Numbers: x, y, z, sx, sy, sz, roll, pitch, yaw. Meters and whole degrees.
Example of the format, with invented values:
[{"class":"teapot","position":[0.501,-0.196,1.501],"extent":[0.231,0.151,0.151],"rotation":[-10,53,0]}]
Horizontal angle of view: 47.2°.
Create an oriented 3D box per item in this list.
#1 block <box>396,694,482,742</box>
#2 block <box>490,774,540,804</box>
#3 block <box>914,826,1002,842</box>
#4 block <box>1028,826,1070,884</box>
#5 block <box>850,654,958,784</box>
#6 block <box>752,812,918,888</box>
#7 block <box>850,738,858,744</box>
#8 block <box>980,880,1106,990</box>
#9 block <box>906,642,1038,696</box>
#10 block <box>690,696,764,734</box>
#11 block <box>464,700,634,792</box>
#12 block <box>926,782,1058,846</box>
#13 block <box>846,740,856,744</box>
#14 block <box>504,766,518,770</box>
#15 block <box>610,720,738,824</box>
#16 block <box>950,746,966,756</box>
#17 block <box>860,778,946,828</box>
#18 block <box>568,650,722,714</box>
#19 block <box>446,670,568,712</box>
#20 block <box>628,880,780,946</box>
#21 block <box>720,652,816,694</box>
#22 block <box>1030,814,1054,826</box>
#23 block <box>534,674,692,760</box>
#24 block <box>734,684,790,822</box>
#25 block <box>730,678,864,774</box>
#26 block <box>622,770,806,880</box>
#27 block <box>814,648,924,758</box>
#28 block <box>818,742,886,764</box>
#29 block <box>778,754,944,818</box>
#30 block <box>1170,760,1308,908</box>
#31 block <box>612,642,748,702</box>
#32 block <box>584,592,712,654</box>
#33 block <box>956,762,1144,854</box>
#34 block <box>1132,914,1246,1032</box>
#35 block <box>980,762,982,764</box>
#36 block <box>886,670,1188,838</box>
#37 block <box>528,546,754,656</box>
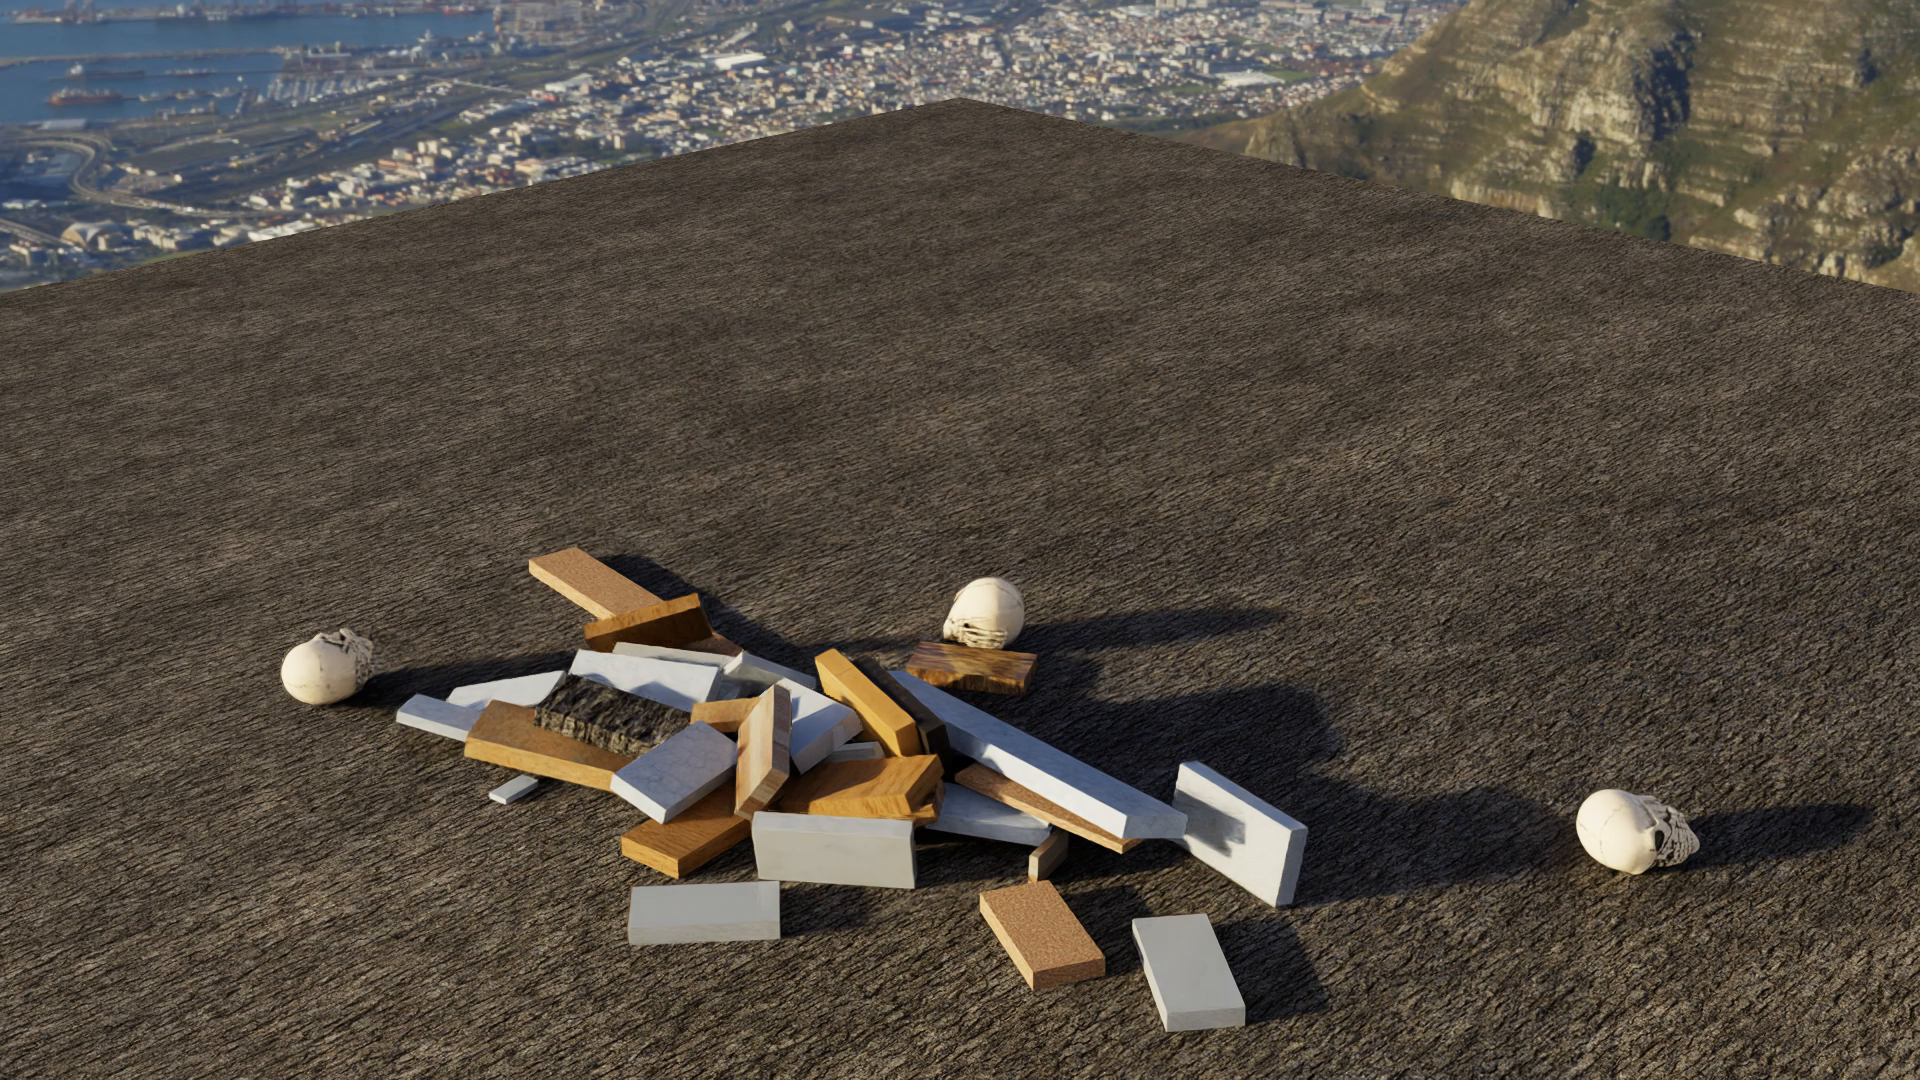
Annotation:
[{"class":"block","position":[-0.997,0.407,4.666],"extent":[0.384,0.026,0.093],"rotation":[15,23,7]},{"class":"block","position":[-0.919,0.514,4.532],"extent":[0.047,0.013,0.095],"rotation":[15,27,32]},{"class":"block","position":[-0.023,0.545,4.431],"extent":[0.254,0.036,0.127],"rotation":[6,24,15]},{"class":"block","position":[0.172,0.609,4.241],"extent":[0.019,0.067,0.133],"rotation":[14,26,26]},{"class":"block","position":[-0.118,0.374,4.527],"extent":[0.045,0.158,0.317],"rotation":[-28,36,-20]},{"class":"block","position":[-0.237,0.589,4.173],"extent":[0.301,0.151,0.043],"rotation":[3,43,6]},{"class":"block","position":[-0.147,0.410,4.664],"extent":[0.206,0.029,0.103],"rotation":[18,37,37]},{"class":"block","position":[0.148,0.719,4.017],"extent":[0.138,0.039,0.275],"rotation":[-8,24,-18]},{"class":"block","position":[0.027,0.293,5.021],"extent":[0.275,0.039,0.138],"rotation":[6,24,13]},{"class":"block","position":[-0.471,0.369,4.629],"extent":[0.186,0.026,0.093],"rotation":[-6,25,1]},{"class":"block","position":[-0.834,0.432,4.592],"extent":[0.355,0.047,0.167],"rotation":[13,24,2]},{"class":"block","position":[0.071,0.542,4.344],"extent":[0.254,0.036,0.127],"rotation":[7,24,16]},{"class":"block","position":[-0.248,0.432,4.705],"extent":[0.103,0.029,0.206],"rotation":[-17,28,-34]},{"class":"block","position":[-0.911,0.467,4.643],"extent":[0.094,0.013,0.047],"rotation":[0,23,-1]},{"class":"block","position":[-0.563,0.466,4.450],"extent":[0.138,0.039,0.275],"rotation":[31,34,20]},{"class":"block","position":[0.048,0.432,4.656],"extent":[0.161,0.023,0.081],"rotation":[2,20,13]},{"class":"block","position":[-0.160,0.539,4.341],"extent":[0.254,0.036,0.127],"rotation":[-15,20,14]},{"class":"block","position":[-0.703,0.339,4.804],"extent":[0.331,0.047,0.166],"rotation":[6,52,15]},{"class":"block","position":[-0.996,0.352,4.782],"extent":[0.267,0.038,0.134],"rotation":[-10,26,15]},{"class":"block","position":[-0.472,0.692,4.081],"extent":[0.275,0.039,0.138],"rotation":[-2,23,-4]},{"class":"block","position":[-0.421,0.305,4.822],"extent":[0.186,0.093,0.026],"rotation":[22,48,-28]},{"class":"block","position":[0.160,0.519,4.329],"extent":[0.067,0.019,0.133],"rotation":[-15,27,-32]},{"class":"block","position":[-0.707,0.386,4.635],"extent":[0.335,0.047,0.167],"rotation":[17,25,10]},{"class":"block","position":[-0.396,0.425,4.426],"extent":[0.039,0.138,0.275],"rotation":[29,27,-20]},{"class":"block","position":[-0.352,0.389,4.632],"extent":[0.166,0.047,0.331],"rotation":[-36,25,-21]},{"class":"block","position":[-0.479,0.551,4.407],"extent":[0.151,0.043,0.407],"rotation":[16,28,33]},{"class":"block","position":[-0.182,0.371,4.542],"extent":[0.047,0.167,0.335],"rotation":[-28,37,-21]},{"class":"block","position":[-0.220,0.458,4.511],"extent":[0.161,0.081,0.023],"rotation":[-9,26,36]},{"class":"block","position":[-0.196,0.494,4.378],"extent":[0.301,0.043,0.151],"rotation":[-8,23,31]},{"class":"block","position":[0.528,0.562,4.226],"extent":[0.045,0.158,0.317],"rotation":[-3,21,-36]},{"class":"block","position":[-0.636,0.318,4.891],"extent":[0.331,0.047,0.166],"rotation":[6,41,15]},{"class":"block","position":[-0.710,0.208,5.021],"extent":[0.267,0.134,0.038],"rotation":[-16,56,-2]},{"class":"block","position":[0.170,0.518,4.280],"extent":[0.423,0.019,0.067],"rotation":[19,29,38]},{"class":"block","position":[0.403,0.765,3.907],"extent":[0.138,0.039,0.296],"rotation":[-3,23,-7]},{"class":"block","position":[0.067,0.488,4.580],"extent":[0.081,0.023,0.161],"rotation":[8,24,18]},{"class":"block","position":[0.089,0.424,4.499],"extent":[0.158,0.045,0.951],"rotation":[5,11,-38]},{"class":"block","position":[-0.759,0.185,5.277],"extent":[0.134,0.038,0.881],"rotation":[-17,29,-35]}]
